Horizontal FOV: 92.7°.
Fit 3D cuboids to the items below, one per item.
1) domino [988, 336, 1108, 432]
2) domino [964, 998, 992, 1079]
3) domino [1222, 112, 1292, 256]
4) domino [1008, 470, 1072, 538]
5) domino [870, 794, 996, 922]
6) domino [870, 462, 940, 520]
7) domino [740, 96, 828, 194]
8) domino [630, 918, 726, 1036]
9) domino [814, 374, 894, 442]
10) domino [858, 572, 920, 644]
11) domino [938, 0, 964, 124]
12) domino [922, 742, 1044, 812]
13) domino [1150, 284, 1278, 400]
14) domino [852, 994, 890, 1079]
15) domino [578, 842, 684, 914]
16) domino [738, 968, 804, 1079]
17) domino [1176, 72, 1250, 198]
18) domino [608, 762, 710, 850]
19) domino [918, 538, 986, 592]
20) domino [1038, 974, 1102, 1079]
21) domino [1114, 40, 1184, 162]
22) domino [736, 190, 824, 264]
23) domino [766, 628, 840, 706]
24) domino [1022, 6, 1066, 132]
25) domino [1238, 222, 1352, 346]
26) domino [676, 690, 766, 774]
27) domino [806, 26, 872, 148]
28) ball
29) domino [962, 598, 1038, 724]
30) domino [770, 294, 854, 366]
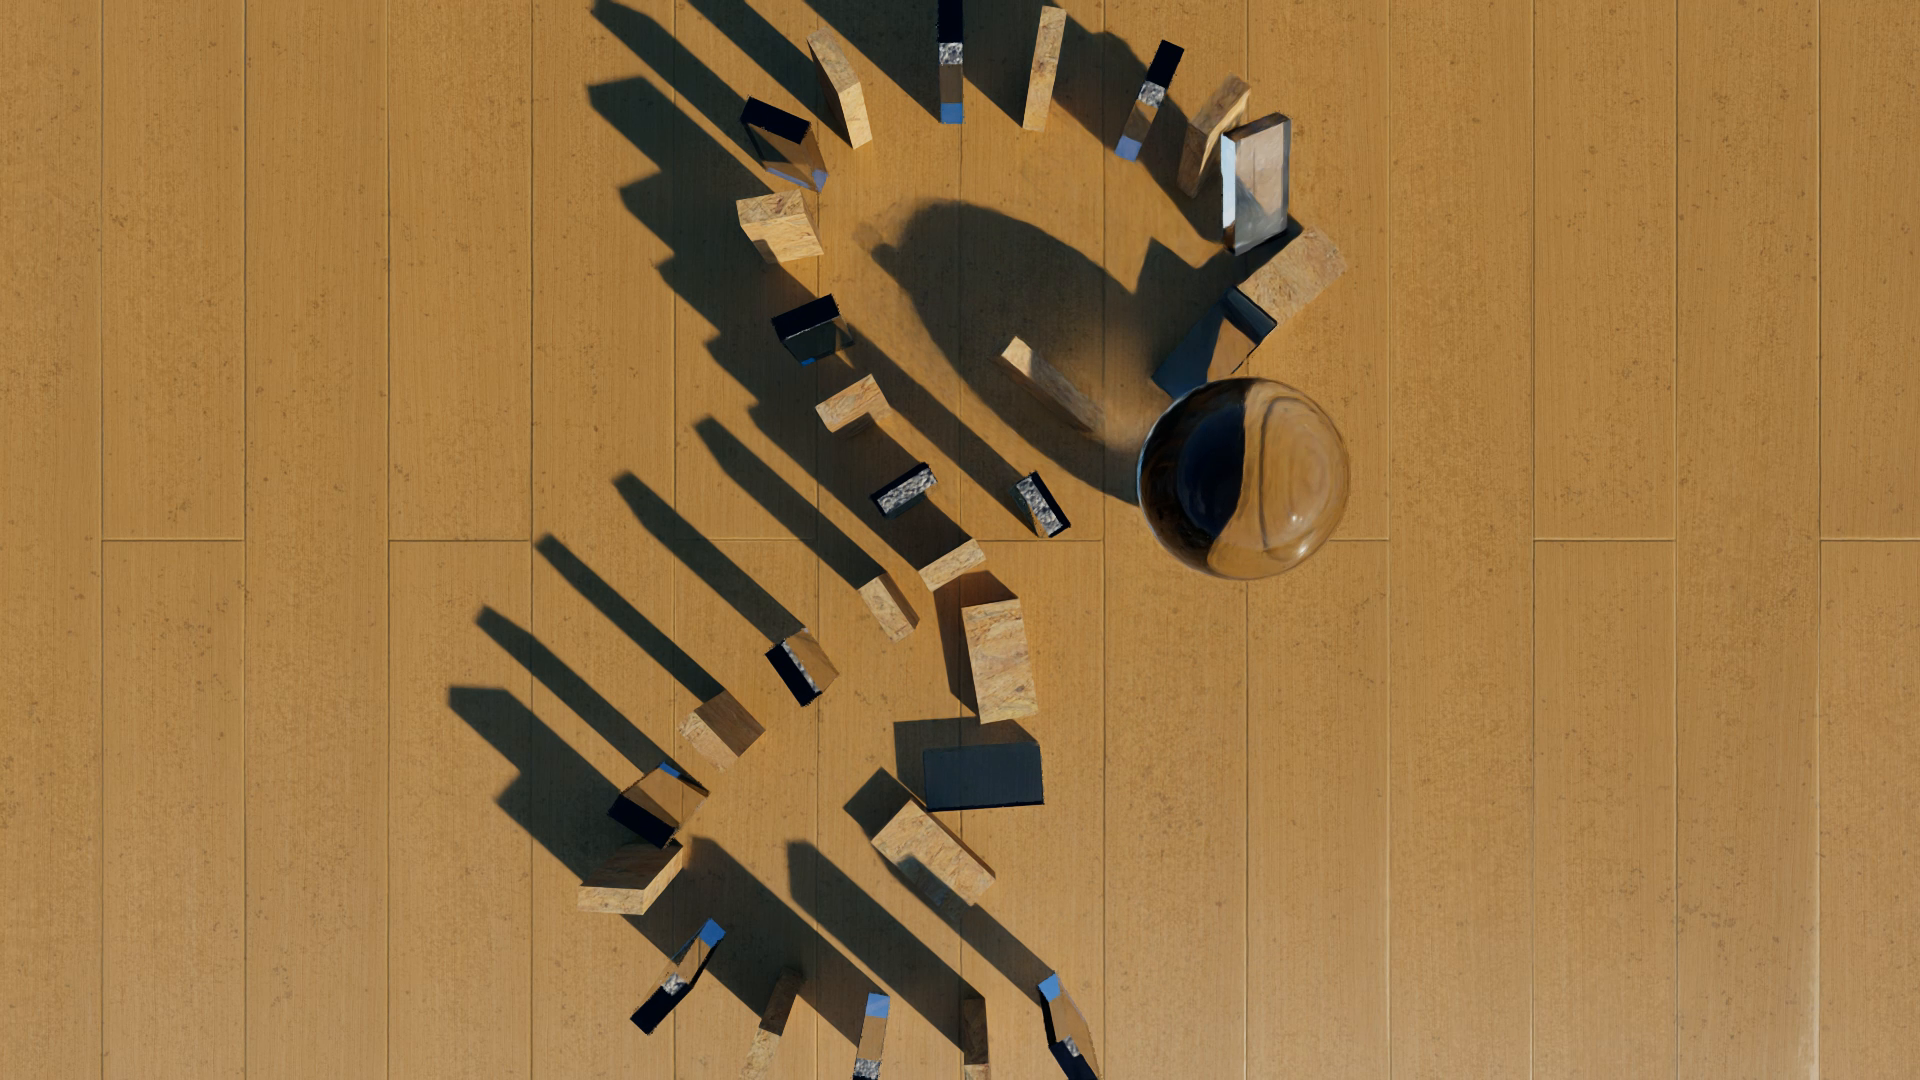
[{"bbox_3d":[0.036,-0.064,0.382,0.050,0.025,0.010,37,90,-14],"label":"domino"},{"bbox_3d":[0.007,0.213,0.375,0.010,0.050,0.025,-5,90,0],"label":"domino"},{"bbox_3d":[0.122,-0.146,0.378,0.025,0.050,0.009,-23,46,-5],"label":"domino"},{"bbox_3d":[0.032,-0.014,0.375,0.009,0.050,0.025,-33,90,0],"label":"domino"},{"bbox_3d":[-0.011,0.137,0.395,0.050,0.010,0.025,43,90,0],"label":"domino"},{"bbox_3d":[-0.022,-0.020,0.375,0.025,0.050,0.010,-33,90,0],"label":"domino"},{"bbox_3d":[-0.071,-0.160,0.375,0.025,0.050,0.010,23,90,0],"label":"domino"},{"bbox_3d":[-0.114,0.177,0.375,0.010,0.050,0.025,44,90,0],"label":"domino"},{"bbox_3d":[-0.042,-0.053,0.375,0.025,0.050,0.009,-31,90,0],"label":"domino"},{"bbox_3d":[-0.028,0.027,0.375,0.010,0.050,0.025,-34,90,0],"label":"domino"},{"bbox_3d":[-0.004,-0.194,0.375,0.010,0.050,0.025,-1,90,0],"label":"domino"},{"bbox_3d":[0.010,0.102,0.395,0.050,0.010,0.025,-4,90,0],"label":"domino"},{"bbox_3d":[0.107,-0.080,0.390,0.025,0.009,0.050,41,102,2],"label":"domino"},{"bbox_3d":[-0.037,0.211,0.375,0.010,0.050,0.025,10,90,0],"label":"domino"},{"bbox_3d":[-0.133,0.138,0.375,0.025,0.050,0.009,3,90,0],"label":"domino"},{"bbox_3d":[-0.077,0.200,0.375,0.009,0.050,0.025,21,90,0],"label":"domino"},{"bbox_3d":[0.103,-0.164,0.375,0.009,0.050,0.025,41,90,10],"label":"domino"},{"bbox_3d":[-0.122,0.108,0.375,0.025,0.050,0.009,33,90,0],"label":"domino"},{"bbox_3d":[-0.003,0.010,0.375,0.025,0.050,0.009,-31,90,0],"label":"domino"},{"bbox_3d":[0.045,0.202,0.375,0.010,0.050,0.025,-33,90,0],"label":"domino"},{"bbox_3d":[0.077,-0.178,0.375,0.010,0.050,0.025,24,90,0],"label":"domino"},{"bbox_3d":[-0.073,-0.127,0.375,0.025,0.050,0.010,-10,90,0],"label":"domino"},{"bbox_3d":[-0.064,0.051,0.375,0.010,0.050,0.025,-35,90,0],"label":"domino"},{"bbox_3d":[0.034,-0.191,0.375,0.010,0.050,0.025,10,90,0],"label":"domino"},{"bbox_3d":[0.140,-0.110,0.395,0.050,0.010,0.025,-40,90,0],"label":"domino"},{"bbox_3d":[-0.097,0.077,0.375,0.009,0.050,0.025,-44,90,0],"label":"domino"},{"bbox_3d":[-0.049,-0.184,0.375,0.010,0.050,0.025,-30,90,0],"label":"domino"},{"bbox_3d":[0.110,-0.024,0.360,0.080,0.080,0.080,0,90,0],"label":"ball"},{"bbox_3d":[0.017,0.052,0.395,0.025,0.009,0.050,-10,90,0],"label":"domino"},{"bbox_3d":[-0.059,-0.085,0.375,0.025,0.050,0.010,-23,90,0],"label":"domino"}]
